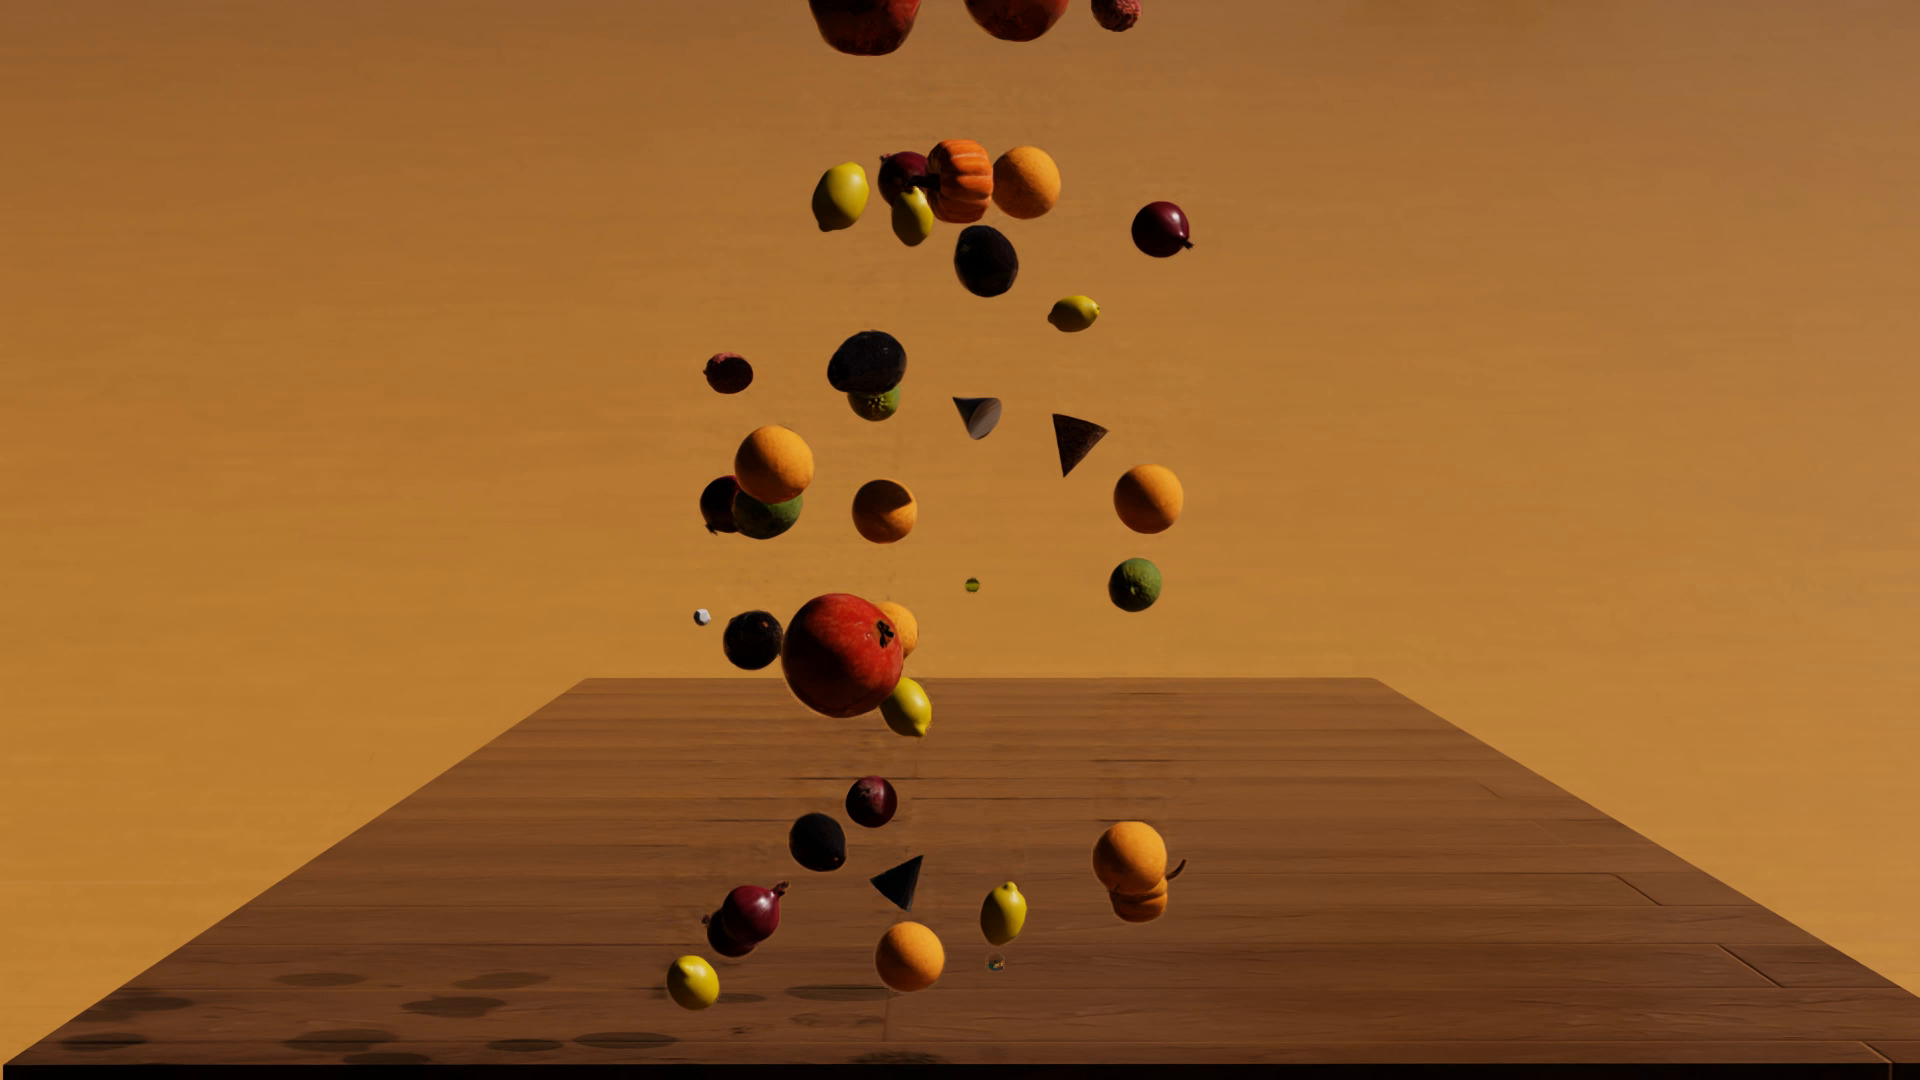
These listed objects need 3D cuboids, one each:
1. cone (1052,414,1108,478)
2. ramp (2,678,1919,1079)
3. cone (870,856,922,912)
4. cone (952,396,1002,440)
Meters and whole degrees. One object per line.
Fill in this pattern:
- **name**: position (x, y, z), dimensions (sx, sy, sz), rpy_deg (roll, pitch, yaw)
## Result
- **cone**: position (0.108, -0.086, 2.472), dimensions (0.056, 0.056, 0.056), rpy_deg (17, -3, 1)
- **ramp**: position (0.053, 0.483, 4.539), dimensions (2.000, 0.100, 4.000), rpy_deg (0, 2, 0)
- **cone**: position (-0.055, 0.347, 2.667), dimensions (0.055, 0.055, 0.055), rpy_deg (39, 1, -1)
- **cone**: position (0.009, -0.142, 2.763), dimensions (0.051, 0.051, 0.051), rpy_deg (35, 39, 32)
